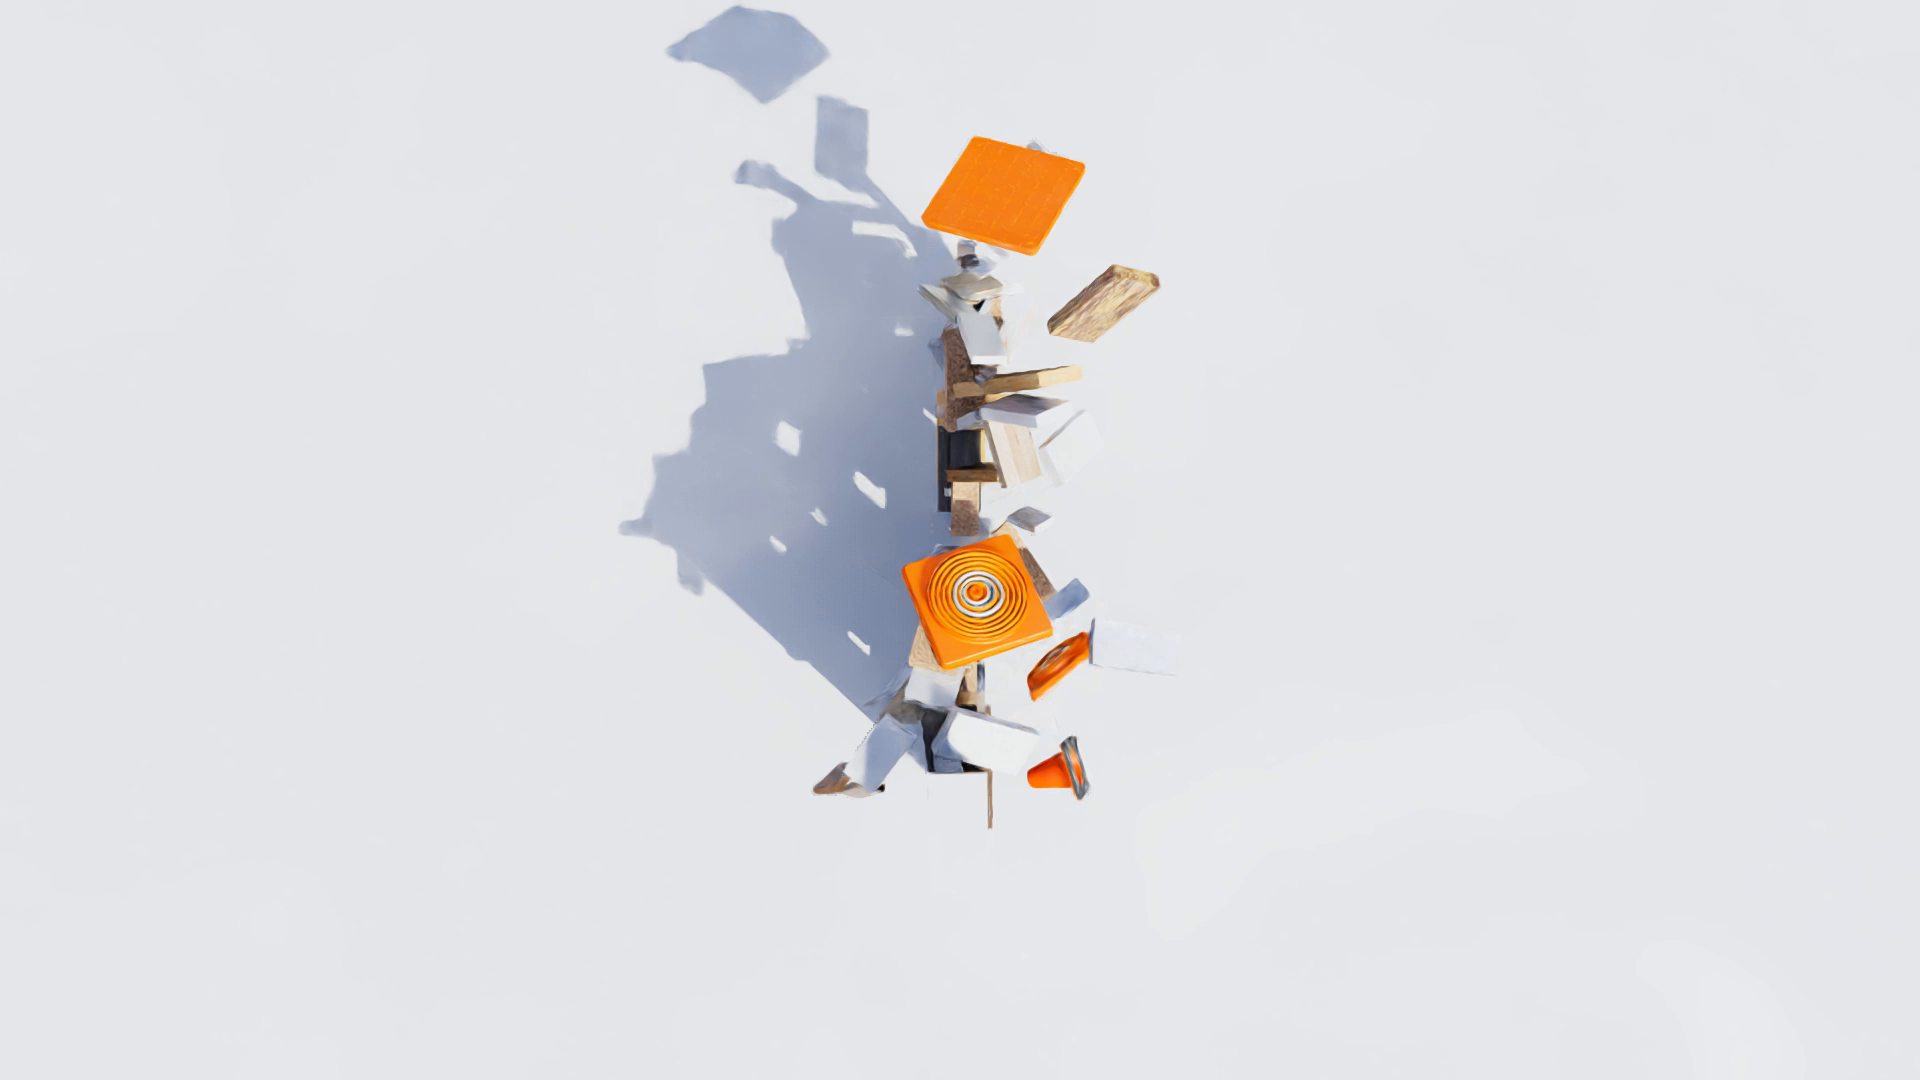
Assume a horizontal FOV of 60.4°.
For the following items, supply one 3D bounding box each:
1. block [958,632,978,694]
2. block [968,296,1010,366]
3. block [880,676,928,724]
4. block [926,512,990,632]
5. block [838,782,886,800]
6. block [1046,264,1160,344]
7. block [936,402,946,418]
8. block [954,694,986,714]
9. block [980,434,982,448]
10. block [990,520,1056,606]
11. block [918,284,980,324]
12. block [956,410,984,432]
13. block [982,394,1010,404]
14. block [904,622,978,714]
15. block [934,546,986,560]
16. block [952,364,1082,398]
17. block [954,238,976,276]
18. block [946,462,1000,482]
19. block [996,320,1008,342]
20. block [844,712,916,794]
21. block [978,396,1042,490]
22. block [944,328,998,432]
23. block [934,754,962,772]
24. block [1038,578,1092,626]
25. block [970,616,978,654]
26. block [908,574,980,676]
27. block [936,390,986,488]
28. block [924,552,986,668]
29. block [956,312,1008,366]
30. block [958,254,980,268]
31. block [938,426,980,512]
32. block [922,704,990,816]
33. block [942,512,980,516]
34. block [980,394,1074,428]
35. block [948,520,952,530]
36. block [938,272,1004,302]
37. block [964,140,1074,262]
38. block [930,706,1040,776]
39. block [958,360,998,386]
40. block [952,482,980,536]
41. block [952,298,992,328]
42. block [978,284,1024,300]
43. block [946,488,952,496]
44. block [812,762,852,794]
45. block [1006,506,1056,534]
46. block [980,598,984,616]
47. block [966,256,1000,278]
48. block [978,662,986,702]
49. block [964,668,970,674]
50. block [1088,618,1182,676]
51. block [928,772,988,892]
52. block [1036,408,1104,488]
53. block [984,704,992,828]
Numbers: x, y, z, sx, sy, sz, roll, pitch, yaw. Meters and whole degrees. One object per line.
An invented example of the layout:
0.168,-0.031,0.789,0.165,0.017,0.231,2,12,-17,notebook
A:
0.000,0.368,4.924,0.107,0.030,0.213,0,90,0,block
0.088,-0.656,5.226,0.108,0.030,0.215,-7,109,6,block
-0.104,0.406,4.547,0.100,0.480,0.028,-2,105,15,block
-0.010,0.093,4.857,0.167,0.047,0.334,6,90,1,block
-0.273,0.689,4.560,0.072,0.143,0.020,20,65,-26,block
0.375,-0.619,4.342,0.148,0.296,0.042,6,63,-34,block
0.014,-0.391,4.996,0.148,0.297,0.042,0,94,-6,block
-0.005,0.473,4.599,0.150,0.301,0.043,0,94,0,block
0.000,-0.296,5.026,0.127,0.254,0.036,-1,90,0,block
0.183,0.068,4.718,0.068,0.019,0.258,-41,104,-28,block
-0.022,-0.662,4.662,0.095,0.417,0.027,8,107,-19,block
0.074,-0.347,4.683,0.119,0.238,0.034,-11,90,-12,block
0.113,-0.399,4.799,0.102,0.014,0.051,2,101,-26,block
-0.050,0.326,4.398,0.132,0.037,0.264,16,60,2,block
-0.004,0.067,4.683,0.148,0.297,0.042,6,99,1,block
0.156,-0.440,4.583,0.148,0.398,0.042,-15,99,-34,block
0.012,-0.864,5.216,0.054,0.569,0.015,15,84,-1,block
0.083,-0.195,4.709,0.119,0.287,0.034,-14,98,-28,block
0.053,-0.610,5.010,0.148,0.399,0.042,-8,103,9,block
-0.211,0.563,4.340,0.100,0.028,0.201,38,109,5,block
0.139,-0.273,4.553,0.119,0.034,0.238,-23,103,-27,block
0.032,-0.469,4.798,0.148,0.042,0.297,-4,104,-9,block
-0.032,0.590,4.333,0.072,0.143,0.020,-12,103,0,block
0.296,0.174,4.644,0.137,0.019,0.068,-38,58,0,block
-0.029,0.262,4.683,0.148,0.297,0.042,5,100,1,block
-0.042,0.226,4.410,0.132,0.037,0.264,14,61,1,block
0.002,-0.319,5.174,0.152,0.043,0.304,0,90,0,block
-0.026,0.191,4.512,0.148,0.042,0.297,10,90,1,block
0.058,-0.535,4.380,0.095,0.191,0.027,1,133,-18,block
0.025,-0.825,4.872,0.054,0.109,0.015,-10,110,-2,block
-0.002,-0.210,4.881,0.127,0.036,0.254,0,90,0,block
-0.012,0.599,4.426,0.150,0.043,0.301,-7,90,0,block
0.001,-0.037,5.234,0.124,0.035,0.248,0,90,0,block
0.177,-0.346,4.402,0.123,0.246,0.035,-25,112,-29,block
0.004,-0.040,4.757,0.075,0.150,0.021,6,89,0,block
0.033,-0.764,4.966,0.094,0.188,0.027,43,133,24,block
0.157,-0.894,4.346,0.148,0.042,0.296,41,71,-14,block
0.067,0.528,4.329,0.264,0.037,0.132,19,110,-30,block
0.057,-0.486,4.610,0.027,0.191,0.095,43,89,-18,block
0.014,-0.087,4.670,0.075,0.021,0.150,1,89,-4,block
0.036,-0.680,5.026,0.094,0.188,0.027,-27,106,22,block
0.080,-0.786,5.279,0.094,0.434,0.027,-4,95,-20,block
0.000,-0.140,4.771,0.075,0.178,0.021,0,92,-4,block
-0.324,0.634,4.402,0.072,0.143,0.020,-10,106,33,block
0.195,-0.056,4.547,0.068,0.137,0.019,-32,118,-21,block
-0.016,0.203,5.107,0.167,0.451,0.047,6,90,2,block
0.069,-0.811,4.903,0.054,0.109,0.015,38,128,11,block
0.004,0.538,5.174,0.152,0.043,0.304,0,90,0,block
-0.016,0.382,4.844,0.058,0.117,0.017,7,88,16,block
0.469,0.289,4.417,0.246,0.035,0.123,8,74,-13,block
-0.004,0.722,4.093,0.145,0.041,0.290,-1,91,0,block
0.314,-0.260,4.658,0.035,0.246,0.123,-13,111,42,block
0.004,0.655,4.775,0.176,0.050,0.353,0,90,0,block
